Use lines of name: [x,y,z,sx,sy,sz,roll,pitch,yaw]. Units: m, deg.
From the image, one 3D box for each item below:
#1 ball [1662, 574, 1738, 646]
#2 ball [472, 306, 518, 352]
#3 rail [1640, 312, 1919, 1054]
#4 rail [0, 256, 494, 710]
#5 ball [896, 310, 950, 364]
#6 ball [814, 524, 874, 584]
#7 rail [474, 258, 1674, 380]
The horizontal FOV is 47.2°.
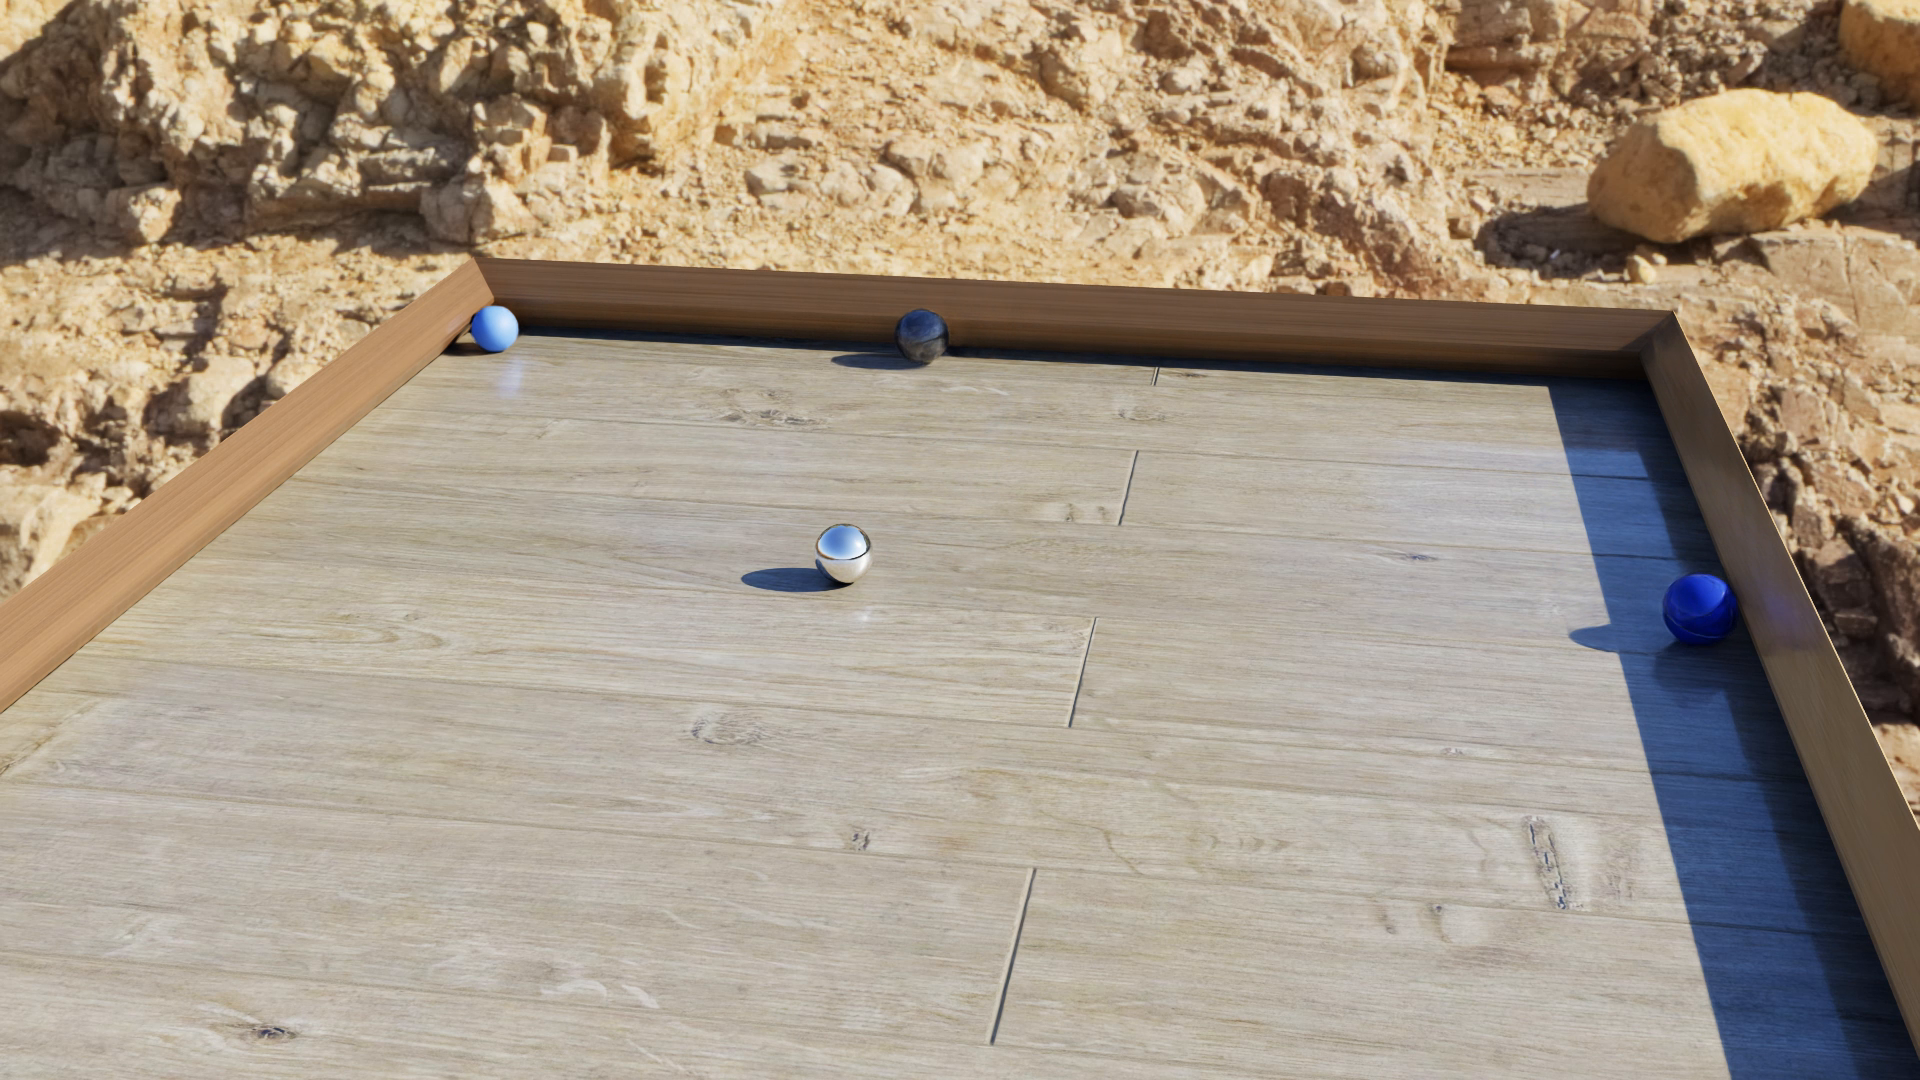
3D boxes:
ball: [0.742,0.069,2.206,0.072,0.072,0.072,0,23,0]
ball: [-0.653,-0.297,3.089,0.065,0.065,0.065,0,23,0]
rail: [0.684,0.336,1.538,0.045,0.097,3.133,4,23,8]
rail: [-0.933,0.235,1.777,0.045,0.097,3.133,4,23,8]
ball: [-0.052,-0.281,3.038,0.075,0.075,0.075,0,23,0]
ball: [-0.124,0.014,2.347,0.065,0.065,0.065,0,23,0]
rail: [0.121,-0.305,3.062,1.685,0.097,0.045,4,23,8]
